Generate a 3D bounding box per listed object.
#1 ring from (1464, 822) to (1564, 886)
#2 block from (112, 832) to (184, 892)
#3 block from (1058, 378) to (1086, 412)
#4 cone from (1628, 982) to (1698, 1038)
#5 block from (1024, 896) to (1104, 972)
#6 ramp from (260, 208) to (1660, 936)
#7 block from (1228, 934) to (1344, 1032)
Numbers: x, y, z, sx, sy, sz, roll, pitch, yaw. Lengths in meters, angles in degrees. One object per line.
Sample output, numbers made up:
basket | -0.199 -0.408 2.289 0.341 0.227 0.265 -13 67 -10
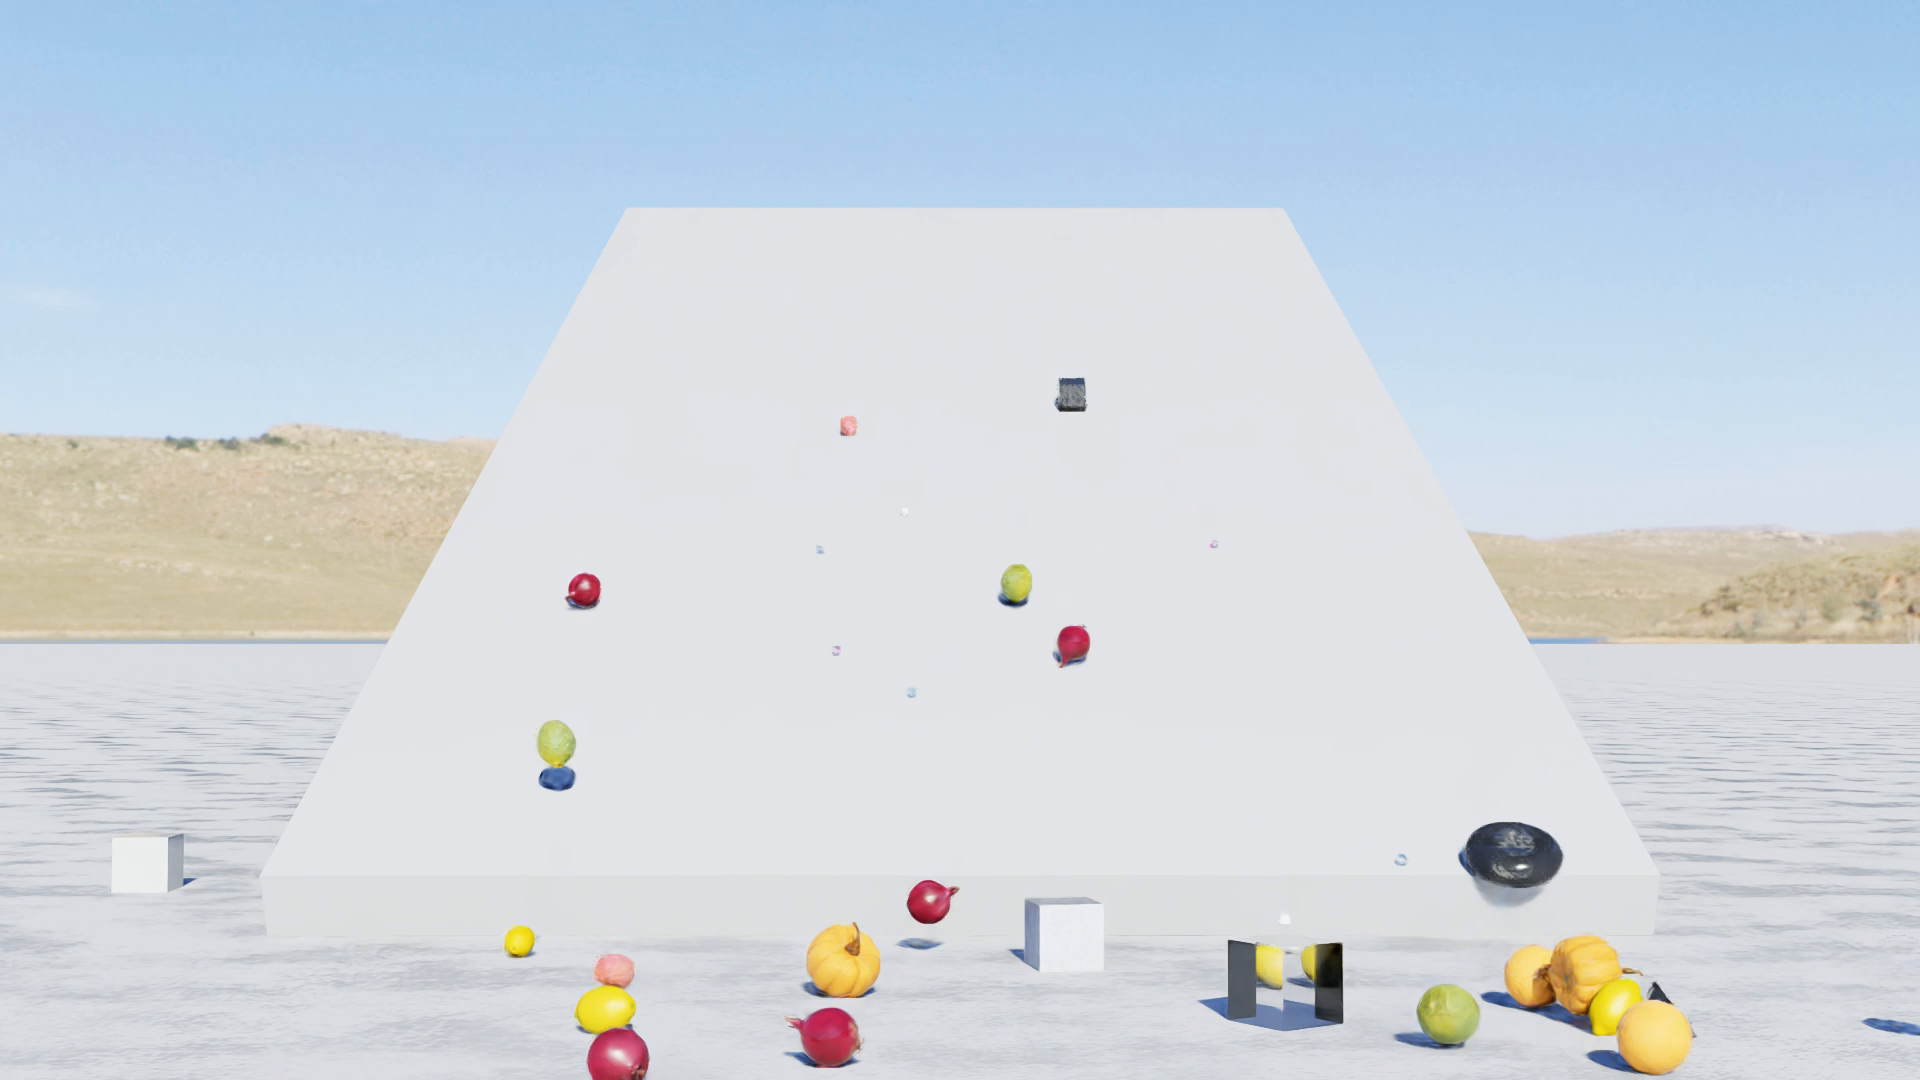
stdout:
ring | 0.794 0.450 3.290 0.139 0.046 0.139 -1 23 0
block | -1.388 0.551 3.922 0.092 0.092 0.092 0 -2 -3
block | 0.254 -0.330 5.211 0.059 0.059 0.059 0 22 0
cone | 0.766 0.521 2.477 0.065 0.065 0.065 27 5 15
block | 0.136 0.516 3.003 0.085 0.085 0.085 1 -2 -12
ramp | -0.006 -0.220 5.150 2.000 0.100 4.000 0 22 0
block | 0.364 0.495 2.571 0.091 0.091 0.091 2 -3 -35
